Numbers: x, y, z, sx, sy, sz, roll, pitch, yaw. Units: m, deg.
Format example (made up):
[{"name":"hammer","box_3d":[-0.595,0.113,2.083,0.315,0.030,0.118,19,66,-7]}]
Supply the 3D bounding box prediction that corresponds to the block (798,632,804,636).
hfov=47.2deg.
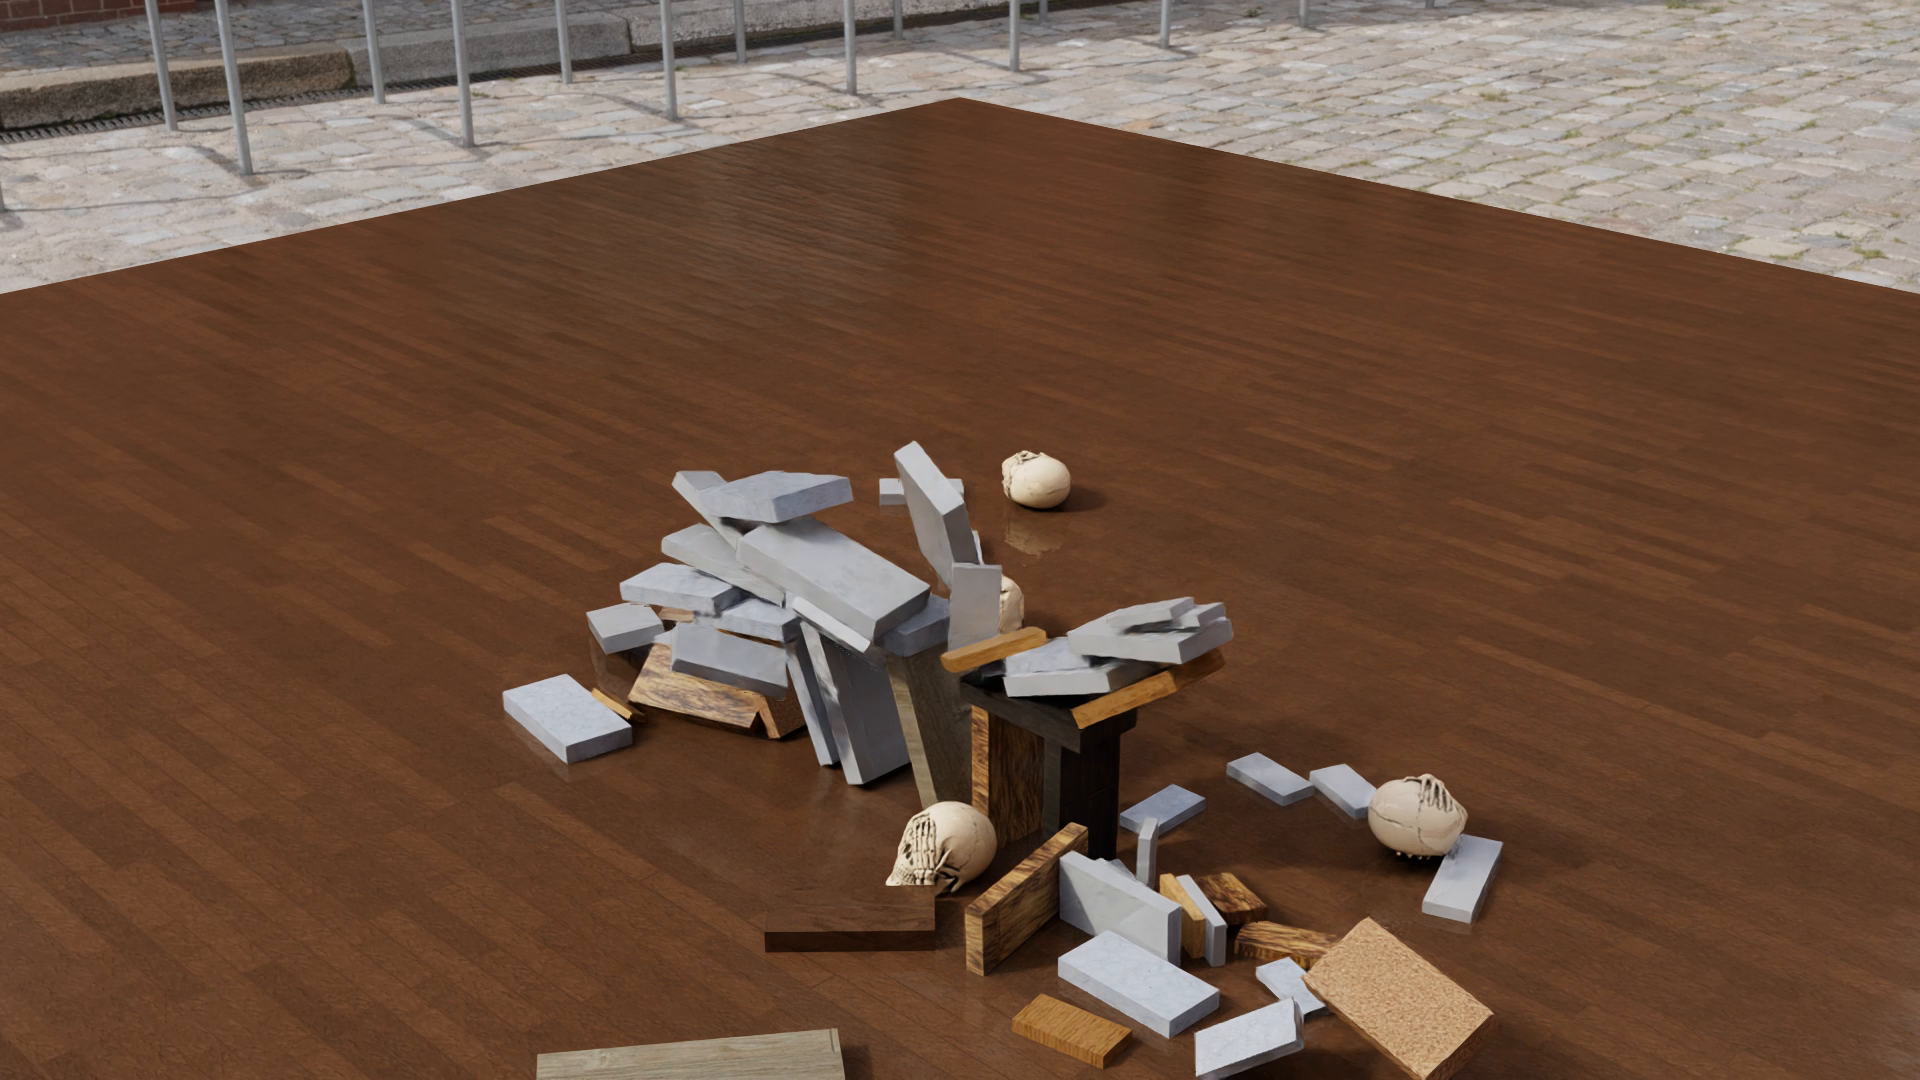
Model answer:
[{"name":"block","box_3d":[-0.309,0.248,5.119,0.359,0.044,0.155,6,24,13]}]

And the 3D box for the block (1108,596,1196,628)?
[{"name":"block","box_3d":[0.337,0.128,3.871,0.142,0.020,0.071,-11,8,44]}]

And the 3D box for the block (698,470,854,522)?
[{"name":"block","box_3d":[-0.387,-0.092,4.564,0.178,0.050,0.356,-17,12,-29]}]

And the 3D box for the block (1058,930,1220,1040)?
[{"name":"block","box_3d":[0.313,0.780,3.875,0.131,0.037,0.263,-21,30,-40]}]

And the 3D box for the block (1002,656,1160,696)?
[{"name":"block","box_3d":[0.224,0.247,4.083,0.138,0.039,0.275,-21,10,-41]}]

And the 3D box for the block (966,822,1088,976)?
[{"name":"block","box_3d":[0.126,0.655,4.032,0.037,0.131,0.343,16,30,33]}]

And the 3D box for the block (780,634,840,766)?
[{"name":"block","box_3d":[-0.278,0.324,4.656,0.039,0.273,0.136,-10,11,44]}]

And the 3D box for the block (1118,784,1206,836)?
[{"name":"block","box_3d":[0.409,0.548,4.439,0.085,0.024,0.171,21,30,40]}]

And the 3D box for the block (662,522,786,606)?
[{"name":"block","box_3d":[-0.471,0.050,4.710,0.337,0.035,0.122,22,28,29]}]

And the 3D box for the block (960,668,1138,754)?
[{"name":"block","box_3d":[0.165,0.307,4.173,0.157,0.045,0.315,-21,31,-40]}]

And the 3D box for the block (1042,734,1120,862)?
[{"name":"block","box_3d":[0.230,0.497,4.186,0.157,0.315,0.045,-19,30,-38]}]

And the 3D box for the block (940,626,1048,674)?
[{"name":"block","box_3d":[0.064,0.208,4.181,0.190,0.027,0.095,-17,7,-11]}]

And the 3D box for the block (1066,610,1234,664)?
[{"name":"block","box_3d":[0.338,0.171,3.926,0.138,0.039,0.275,-21,16,-38]}]

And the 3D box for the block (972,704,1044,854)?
[{"name":"block","box_3d":[0.095,0.444,4.311,0.157,0.315,0.045,-21,30,-41]}]

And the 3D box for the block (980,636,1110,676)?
[{"name":"block","box_3d":[0.175,0.214,4.135,0.278,0.033,0.117,-9,9,46]}]

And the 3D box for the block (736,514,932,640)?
[{"name":"block","box_3d":[-0.254,0.064,4.401,0.355,0.050,0.178,30,37,25]}]

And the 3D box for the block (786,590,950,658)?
[{"name":"block","box_3d":[-0.171,0.139,4.478,0.355,0.050,0.177,20,30,41]}]

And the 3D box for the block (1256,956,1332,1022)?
[{"name":"block","box_3d":[0.590,0.789,3.862,0.071,0.020,0.142,-12,30,-26]}]

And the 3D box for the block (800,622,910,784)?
[{"name":"block","box_3d":[-0.202,0.312,4.582,0.177,0.355,0.050,-21,8,-41]}]

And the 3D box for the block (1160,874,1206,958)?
[{"name":"block","box_3d":[0.407,0.689,4.034,0.023,0.081,0.162,-7,24,-16]}]

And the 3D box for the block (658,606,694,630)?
[{"name":"block","box_3d":[-0.604,0.188,5.275,0.229,0.032,0.114,4,23,10]}]

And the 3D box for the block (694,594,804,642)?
[{"name":"block","box_3d":[-0.422,0.154,4.649,0.273,0.039,0.136,9,25,41]}]

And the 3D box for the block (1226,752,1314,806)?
[{"name":"block","box_3d":[0.643,0.495,4.562,0.085,0.024,0.171,-16,27,-32]}]

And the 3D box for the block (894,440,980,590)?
[{"name":"block","box_3d":[-0.035,-0.024,4.302,0.050,0.355,0.178,-32,59,-11]}]

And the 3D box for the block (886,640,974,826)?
[{"name":"block","box_3d":[-0.028,0.377,4.423,0.177,0.355,0.050,-21,10,-41]}]

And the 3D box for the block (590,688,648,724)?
[{"name":"block","box_3d":[-0.746,0.364,4.817,0.123,0.017,0.062,27,1,31]}]

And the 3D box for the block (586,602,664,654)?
[{"name":"block","box_3d":[-0.780,0.200,5.124,0.141,0.040,0.282,-14,14,-14]}]

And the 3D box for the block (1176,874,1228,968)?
[{"name":"block","box_3d":[0.439,0.694,4.013,0.025,0.087,0.175,-7,24,-16]}]

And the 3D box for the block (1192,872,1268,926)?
[{"name":"block","box_3d":[0.499,0.670,4.111,0.087,0.025,0.175,-6,14,-16]}]

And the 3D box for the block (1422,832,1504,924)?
[{"name":"block","box_3d":[0.964,0.644,4.209,0.092,0.026,0.274,10,25,23]}]

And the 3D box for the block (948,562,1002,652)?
[{"name":"block","box_3d":[0.028,0.140,4.261,0.095,0.190,0.027,3,17,-2]}]

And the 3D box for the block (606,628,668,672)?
[{"name":"block","box_3d":[-0.675,0.268,5.078,0.282,0.040,0.141,20,30,39]}]

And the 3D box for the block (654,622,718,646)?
[{"name":"block","box_3d":[-0.549,0.284,4.955,0.141,0.040,0.282,-20,44,-40]}]

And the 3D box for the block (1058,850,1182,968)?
[{"name":"block","box_3d":[0.289,0.676,3.998,0.037,0.131,0.263,-23,32,-39]}]

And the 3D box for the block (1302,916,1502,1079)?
[{"name":"block","box_3d":[0.711,0.750,3.566,0.154,0.044,0.309,-40,36,-11]}]

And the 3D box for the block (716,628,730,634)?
[{"name":"block","box_3d":[-0.555,0.208,5.062,0.017,0.062,0.123,-22,-11,-37]}]

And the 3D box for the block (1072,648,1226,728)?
[{"name":"block","box_3d":[0.339,0.267,3.965,0.138,0.039,0.275,-21,-4,-41]}]

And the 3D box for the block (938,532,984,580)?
[{"name":"block","box_3d":[-0.004,0.037,5.631,0.114,0.032,0.229,-1,23,-3]}]

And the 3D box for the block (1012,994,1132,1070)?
[{"name":"block","box_3d":[0.191,0.837,3.754,0.184,0.026,0.092,16,28,32]}]

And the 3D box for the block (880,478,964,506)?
[{"name":"block","box_3d":[-0.106,-0.134,6.034,0.229,0.032,0.114,-1,23,-2]}]

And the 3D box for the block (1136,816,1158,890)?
[{"name":"block","box_3d":[0.349,0.609,4.117,0.023,0.162,0.081,7,24,14]}]

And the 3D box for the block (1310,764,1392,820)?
[{"name":"block","box_3d":[0.800,0.515,4.515,0.086,0.024,0.171,-10,25,-22]}]

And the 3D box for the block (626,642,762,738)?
[{"name":"block","box_3d":[-0.561,0.328,4.831,0.310,0.044,0.155,10,59,23]}]

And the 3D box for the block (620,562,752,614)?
[{"name":"block","box_3d":[-0.587,0.103,4.750,0.281,0.038,0.135,7,24,37]}]

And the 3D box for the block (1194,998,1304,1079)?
[{"name":"block","box_3d":[0.477,0.828,3.634,0.184,0.026,0.092,-26,31,21]}]

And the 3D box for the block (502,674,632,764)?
[{"name":"block","box_3d":[-0.857,0.387,4.792,0.155,0.044,0.310,-16,28,-33]}]

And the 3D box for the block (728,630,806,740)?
[{"name":"block","box_3d":[-0.399,0.278,4.764,0.136,0.273,0.039,-26,8,-42]}]

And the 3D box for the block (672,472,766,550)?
[{"name":"block","box_3d":[-0.505,-0.063,4.769,0.244,0.035,0.122,43,25,27]}]

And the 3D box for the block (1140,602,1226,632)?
[{"name":"block","box_3d":[0.391,0.135,3.853,0.071,0.020,0.142,-22,8,-38]}]

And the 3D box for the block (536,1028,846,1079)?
[{"name":"block","box_3d":[-0.442,0.887,3.613,0.498,0.044,0.154,-3,23,-8]}]

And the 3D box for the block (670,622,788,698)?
[{"name":"block","box_3d":[-0.465,0.242,4.434,0.233,0.033,0.117,16,34,-17]}]

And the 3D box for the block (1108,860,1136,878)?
[{"name":"block","box_3d":[0.303,0.641,4.200,0.046,0.013,0.092,-9,25,-21]}]

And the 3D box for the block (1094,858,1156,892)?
[{"name":"block","box_3d":[0.309,0.663,4.075,0.023,0.081,0.162,-21,36,-40]}]

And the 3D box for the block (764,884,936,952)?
[{"name":"block","box_3d":[-0.201,0.698,4.060,0.309,0.044,0.154,0,23,-1]}]

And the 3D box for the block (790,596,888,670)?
[{"name":"block","box_3d":[-0.238,0.181,4.309,0.193,0.095,0.027,31,79,27]}]

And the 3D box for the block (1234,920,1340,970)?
[{"name":"block","box_3d":[0.594,0.736,3.996,0.175,0.025,0.087,9,25,20]}]
